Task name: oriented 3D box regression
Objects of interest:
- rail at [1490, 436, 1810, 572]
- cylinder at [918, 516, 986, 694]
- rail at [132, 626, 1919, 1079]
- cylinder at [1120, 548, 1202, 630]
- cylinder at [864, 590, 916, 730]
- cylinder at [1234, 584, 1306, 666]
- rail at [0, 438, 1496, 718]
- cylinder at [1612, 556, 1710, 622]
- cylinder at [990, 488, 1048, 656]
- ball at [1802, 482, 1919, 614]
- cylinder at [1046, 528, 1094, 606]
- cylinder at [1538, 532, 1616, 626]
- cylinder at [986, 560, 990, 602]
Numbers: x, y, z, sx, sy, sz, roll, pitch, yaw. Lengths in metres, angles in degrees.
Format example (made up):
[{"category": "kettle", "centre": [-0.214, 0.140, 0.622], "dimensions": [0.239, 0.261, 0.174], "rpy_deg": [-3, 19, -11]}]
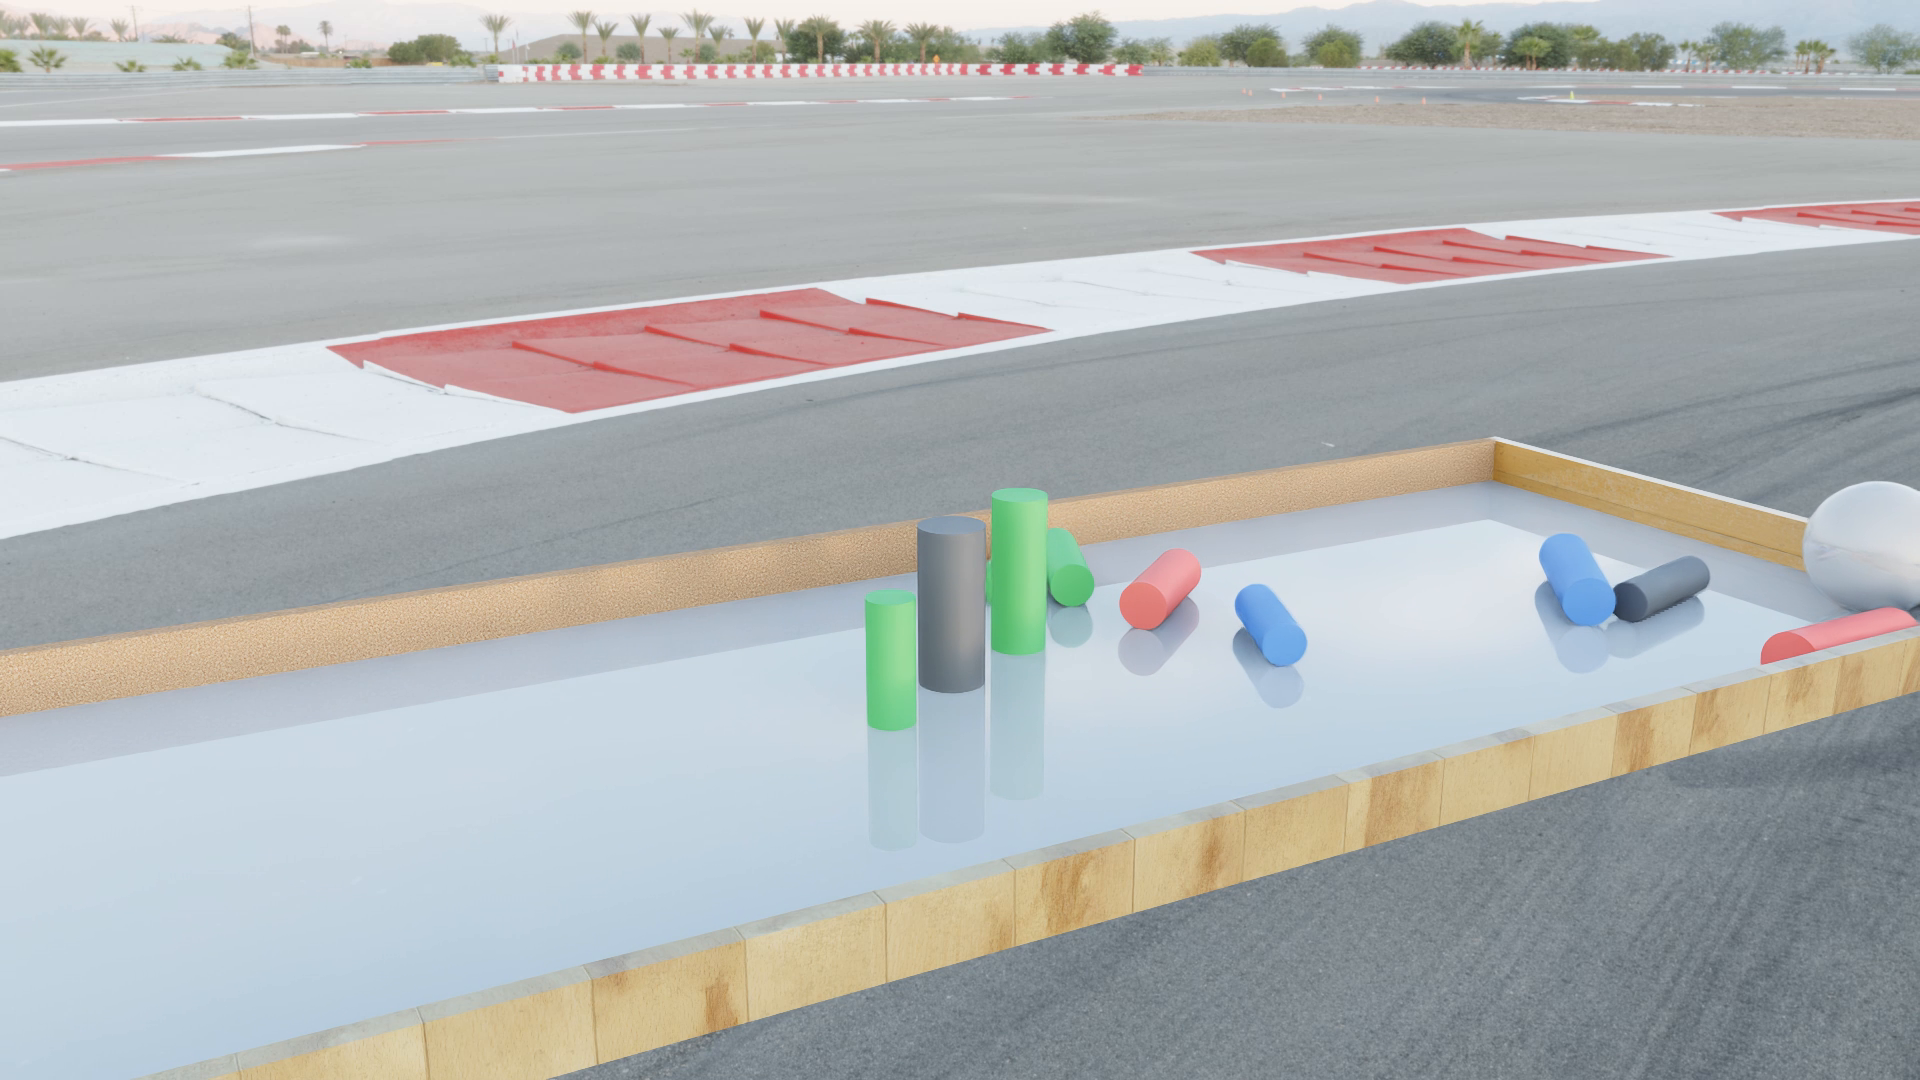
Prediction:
[{"category": "rail", "centre": [2.466, -0.048, 5.253], "dimensions": [0.050, 0.150, 2.100], "rpy_deg": [-9, 18, -27]}, {"category": "cylinder", "centre": [-0.021, 0.159, 4.092], "dimensions": [0.169, 0.408, 0.169], "rpy_deg": [0, 16, 0]}, {"category": "rail", "centre": [-2.336, 1.006, 1.665], "dimensions": [12.000, 0.150, 0.050], "rpy_deg": [-9, 18, -27]}, {"category": "cylinder", "centre": [0.569, 0.135, 4.656], "dimensions": [0.136, 0.136, 0.352], "rpy_deg": [7, 18, 22]}, {"category": "cylinder", "centre": [-0.161, 0.280, 3.855], "dimensions": [0.118, 0.309, 0.118], "rpy_deg": [0, 16, 0]}, {"category": "cylinder", "centre": [0.823, 0.222, 4.389], "dimensions": [0.117, 0.117, 0.328], "rpy_deg": [-1, 16, -3]}, {"category": "rail", "centre": [-3.305, 0.497, 3.399], "dimensions": [12.000, 0.150, 0.050], "rpy_deg": [-9, 18, -27]}, {"category": "cylinder", "centre": [1.993, 0.136, 4.695], "dimensions": [0.382, 0.112, 0.112], "rpy_deg": [-14, 22, -40]}, {"category": "cylinder", "centre": [0.155, 0.082, 4.338], "dimensions": [0.147, 0.416, 0.147], "rpy_deg": [0, 16, 0]}, {"category": "ball", "centre": [2.569, 0.022, 4.617], "dimensions": [0.374, 0.374, 0.374], "rpy_deg": [0, 16, 0]}, {"category": "cylinder", "centre": [0.308, 0.076, 4.872], "dimensions": [0.126, 0.126, 0.379], "rpy_deg": [-1, 16, -4]}, {"category": "cylinder", "centre": [1.768, 0.108, 4.739], "dimensions": [0.140, 0.140, 0.450], "rpy_deg": [3, 17, 10]}, {"category": "cylinder", "centre": [0.134, 0.157, 4.628], "dimensions": [0.109, 0.109, 0.354], "rpy_deg": [-3, 17, -9]}]
